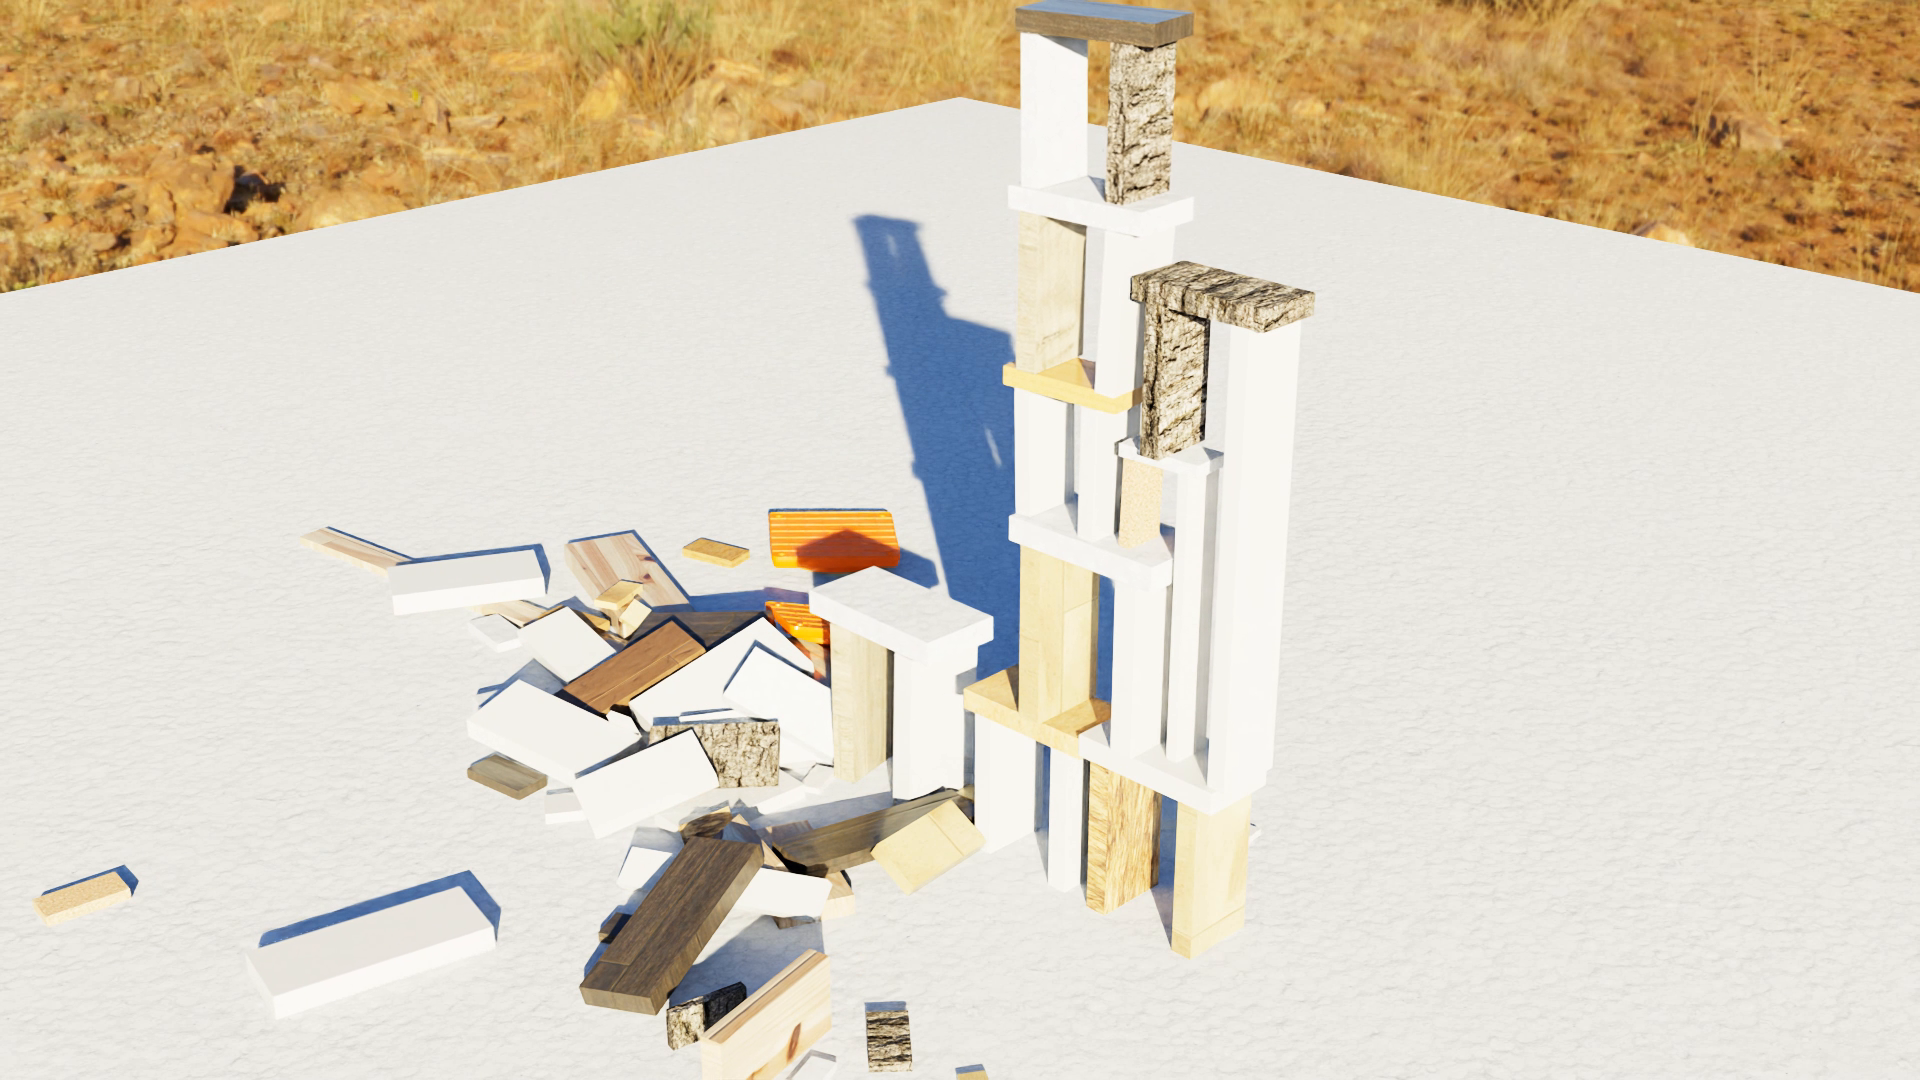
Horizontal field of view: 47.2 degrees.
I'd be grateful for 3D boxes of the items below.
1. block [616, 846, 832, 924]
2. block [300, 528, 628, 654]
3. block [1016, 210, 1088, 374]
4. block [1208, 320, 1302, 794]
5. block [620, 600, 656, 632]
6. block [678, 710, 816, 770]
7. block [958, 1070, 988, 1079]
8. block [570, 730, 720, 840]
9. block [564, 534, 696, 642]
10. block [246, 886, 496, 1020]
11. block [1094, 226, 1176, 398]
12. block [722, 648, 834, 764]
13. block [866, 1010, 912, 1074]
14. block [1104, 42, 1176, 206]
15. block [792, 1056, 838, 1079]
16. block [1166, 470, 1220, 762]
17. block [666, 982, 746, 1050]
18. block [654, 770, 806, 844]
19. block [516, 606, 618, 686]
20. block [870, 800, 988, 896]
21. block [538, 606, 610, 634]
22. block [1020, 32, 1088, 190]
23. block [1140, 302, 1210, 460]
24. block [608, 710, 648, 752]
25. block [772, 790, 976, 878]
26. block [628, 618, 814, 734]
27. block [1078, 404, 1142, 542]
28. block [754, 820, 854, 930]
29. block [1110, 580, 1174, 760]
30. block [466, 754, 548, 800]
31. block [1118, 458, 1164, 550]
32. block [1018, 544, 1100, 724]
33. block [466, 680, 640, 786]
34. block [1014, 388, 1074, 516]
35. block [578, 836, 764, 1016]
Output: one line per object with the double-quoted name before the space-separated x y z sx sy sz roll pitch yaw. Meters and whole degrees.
"block" -0.443 0.642 4.102 0.439 0.022 0.078 5 57 28
"block" -1.191 0.141 5.399 1.275 0.022 0.078 17 28 34
"block" 0.161 -0.446 3.842 0.040 0.285 0.143 18 29 35
"block" 0.493 0.030 3.705 0.135 0.841 0.038 -21 31 -40
"block" -0.733 0.197 5.171 0.121 0.017 0.061 33 57 3
"block" -0.446 0.424 4.616 0.268 0.038 0.134 -6 63 -14
"block" 0.030 0.907 3.606 0.048 0.014 0.095 -5 24 -13
"block" -0.634 0.491 4.422 0.266 0.038 0.133 -23 48 -15
"block" -0.819 0.114 5.427 0.180 0.051 0.528 -10 25 -23
"block" -1.059 0.739 3.960 0.401 0.047 0.164 -14 26 -30
"block" 0.296 -0.396 3.727 0.040 0.285 0.143 22 31 35
"block" -0.352 0.349 4.632 0.266 0.038 0.133 29 60 6
"block" -0.120 0.850 3.731 0.072 0.021 0.145 -2 23 -4
"block" 0.298 -0.694 3.622 0.037 0.262 0.131 19 30 37
"block" -0.246 0.892 3.642 0.048 0.014 0.095 10 25 22
"block" 0.406 0.131 3.844 0.023 0.548 0.083 21 31 41
"block" -0.431 0.812 3.753 0.145 0.072 0.021 -15 27 -32
"block" -0.464 0.536 4.456 0.293 0.032 0.112 -19 30 -38
"block" -0.898 0.252 5.056 0.134 0.038 0.268 -27 38 -25
"block" -0.059 0.594 4.252 0.110 0.031 0.220 47 42 16
"block" -0.916 0.196 5.213 0.157 0.022 0.078 15 27 31
"block" 0.160 -0.737 3.724 0.037 0.262 0.131 18 29 39
"block" 0.364 -0.282 3.708 0.038 0.270 0.135 19 30 37
"block" -0.703 0.410 4.657 0.056 0.113 0.016 15 54 32
"block" -0.153 0.574 4.298 0.450 0.031 0.110 -11 27 -40
"block" -0.512 0.324 4.743 0.359 0.051 0.180 -33 53 -25
"block" 0.263 -0.130 3.867 0.035 0.245 0.122 20 30 39
"block" -0.318 0.637 4.207 0.148 0.042 0.295 -9 24 -19
"block" 0.345 0.208 3.935 0.047 0.335 0.167 20 30 39
"block" -0.941 0.493 4.570 0.157 0.022 0.078 17 28 34
"block" 0.317 -0.074 3.836 0.023 0.166 0.083 22 32 38
"block" 0.185 0.152 4.086 0.047 0.350 0.167 21 30 40
"block" -0.857 0.413 4.635 0.328 0.047 0.164 21 39 24
"block" 0.154 -0.176 3.975 0.035 0.245 0.122 19 29 40
"block" -0.513 0.688 3.959 0.148 0.042 0.412 3 34 26
